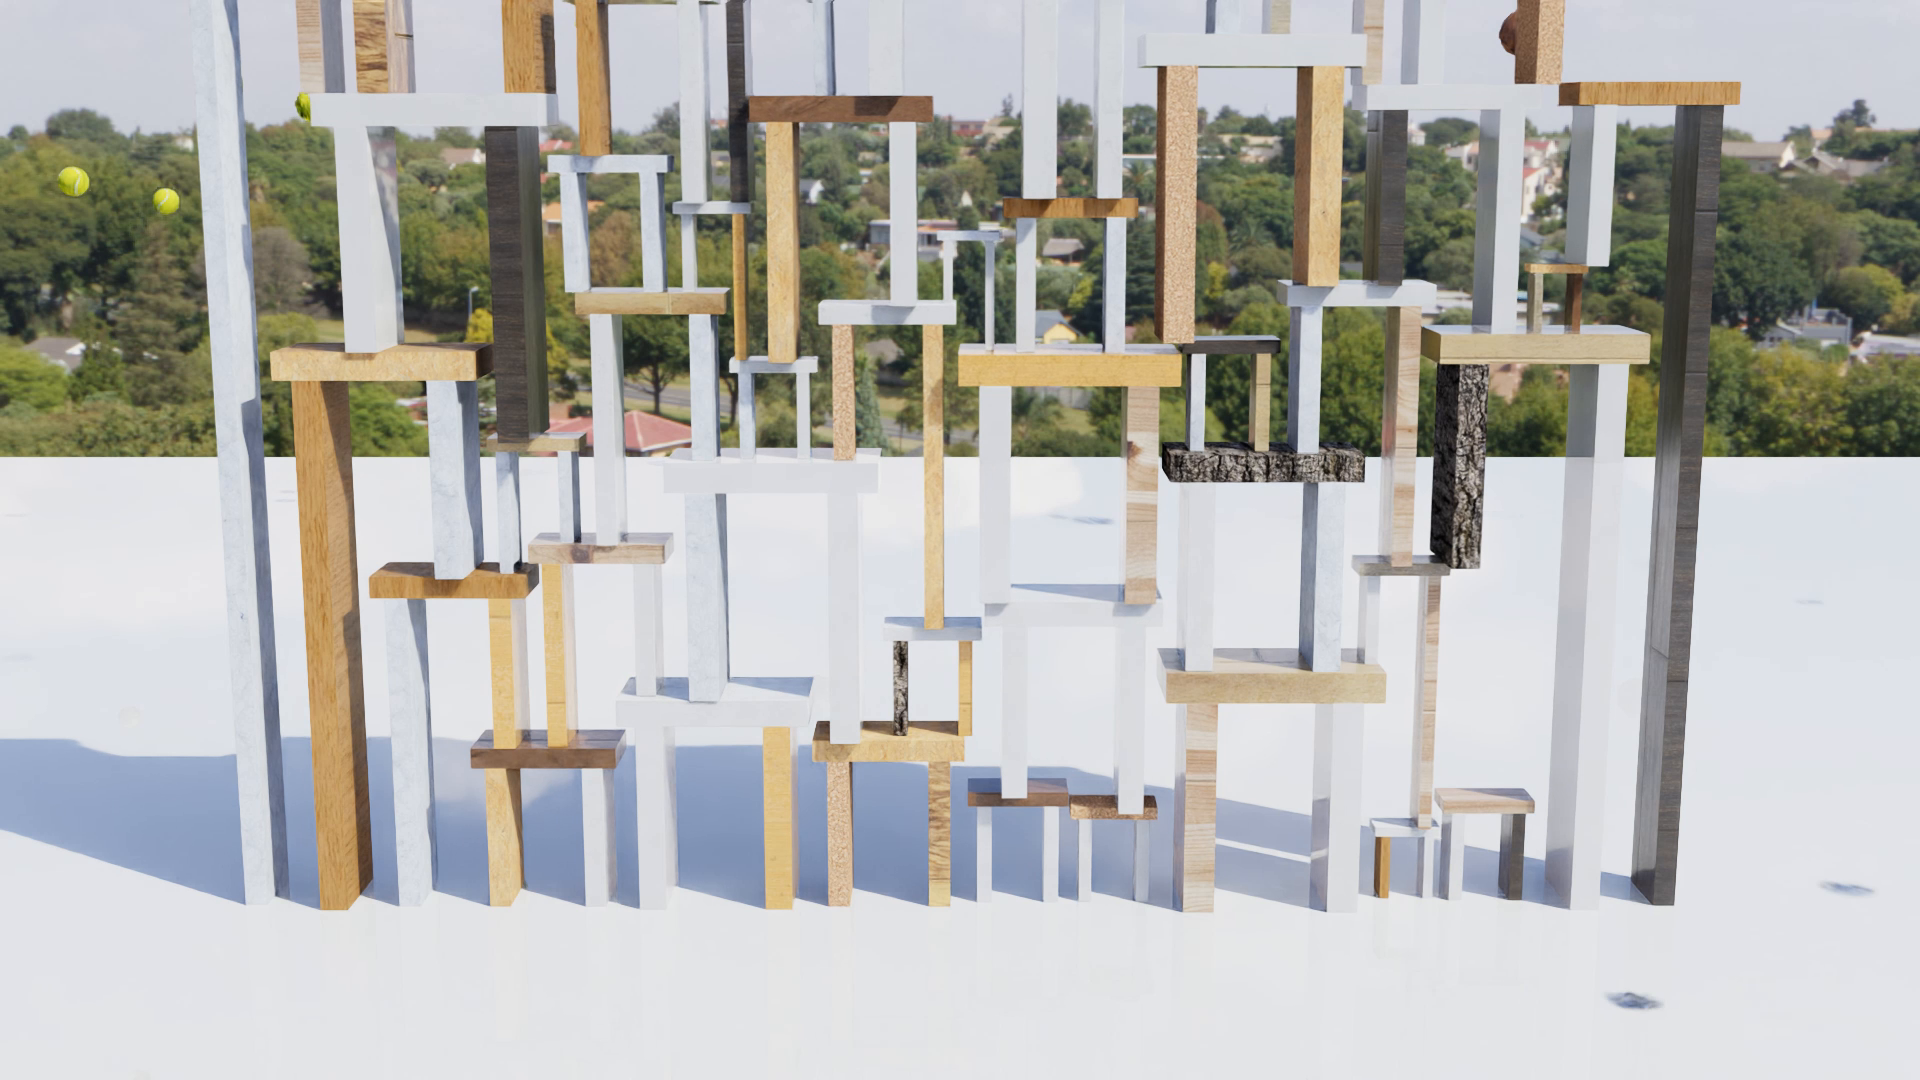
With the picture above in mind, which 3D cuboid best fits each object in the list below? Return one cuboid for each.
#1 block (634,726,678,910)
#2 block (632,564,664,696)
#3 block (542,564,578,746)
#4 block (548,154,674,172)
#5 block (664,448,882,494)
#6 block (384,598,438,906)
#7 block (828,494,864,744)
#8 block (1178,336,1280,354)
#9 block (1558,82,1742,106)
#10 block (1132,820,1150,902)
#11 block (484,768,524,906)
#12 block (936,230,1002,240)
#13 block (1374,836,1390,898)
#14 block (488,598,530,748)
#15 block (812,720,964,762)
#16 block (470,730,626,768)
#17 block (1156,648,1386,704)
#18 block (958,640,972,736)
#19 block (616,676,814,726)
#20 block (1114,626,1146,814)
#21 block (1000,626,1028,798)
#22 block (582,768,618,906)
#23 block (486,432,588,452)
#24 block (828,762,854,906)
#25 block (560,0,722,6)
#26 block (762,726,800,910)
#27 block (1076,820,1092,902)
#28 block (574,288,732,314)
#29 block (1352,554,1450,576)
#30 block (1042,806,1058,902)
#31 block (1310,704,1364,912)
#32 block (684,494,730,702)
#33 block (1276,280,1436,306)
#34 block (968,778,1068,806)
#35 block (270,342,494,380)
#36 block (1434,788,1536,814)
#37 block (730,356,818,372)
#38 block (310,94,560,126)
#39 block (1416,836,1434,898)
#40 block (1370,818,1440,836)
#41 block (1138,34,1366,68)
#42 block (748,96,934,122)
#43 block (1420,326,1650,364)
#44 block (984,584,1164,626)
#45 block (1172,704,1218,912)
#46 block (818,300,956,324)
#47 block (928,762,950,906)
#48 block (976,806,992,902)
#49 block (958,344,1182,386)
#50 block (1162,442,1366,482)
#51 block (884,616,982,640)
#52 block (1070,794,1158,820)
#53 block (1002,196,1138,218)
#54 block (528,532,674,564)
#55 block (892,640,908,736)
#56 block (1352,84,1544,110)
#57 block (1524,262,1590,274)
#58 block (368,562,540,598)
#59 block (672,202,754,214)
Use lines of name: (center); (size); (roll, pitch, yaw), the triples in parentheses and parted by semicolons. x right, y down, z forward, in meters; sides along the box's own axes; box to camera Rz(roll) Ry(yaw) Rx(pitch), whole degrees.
block: (-0.501, 0.438, 3.641); (0.044, 0.309, 0.154); (0, 11, 0)
block: (-0.508, 0.135, 3.588); (0.031, 0.219, 0.109); (0, 10, 0)
block: (-0.653, 0.177, 3.596); (0.031, 0.303, 0.109); (0, 11, 0)
block: (-0.547, -0.591, 3.451); (0.185, 0.026, 0.092); (0, 11, 0)
block: (-0.297, -0.112, 3.541); (0.338, 0.048, 0.169); (0, 11, 0)
block: (-0.902, 0.336, 3.620); (0.035, 0.517, 0.124); (0, 11, 0)
block: (-0.185, 0.112, 3.583); (0.048, 0.408, 0.169); (0, 11, 0)
block: (0.428, -0.312, 3.506); (0.155, 0.022, 0.077); (0, 11, 0)
block: (1.074, -0.697, 3.433); (0.247, 0.035, 0.123); (0, 11, 0)
block: (0.301, 0.521, 3.652); (0.020, 0.142, 0.071); (0, 11, 0)
block: (-0.753, 0.475, 3.643); (0.033, 0.235, 0.117); (0, 11, 0)
block: (0.015, -0.481, 3.466); (0.099, 0.014, 0.050); (1, 12, 5)
block: (0.703, 0.537, 3.663); (0.015, 0.107, 0.054); (0, 11, 0)
block: (-0.736, 0.204, 3.596); (0.035, 0.248, 0.124); (0, 10, 0)
block: (-0.116, 0.331, 3.620); (0.247, 0.035, 0.123); (0, 11, 0)
block: (-0.675, 0.343, 3.619); (0.235, 0.033, 0.117); (0, 11, 0)
block: (0.505, 0.221, 3.597); (0.351, 0.050, 0.176); (0, 11, 0)
block: (0.009, 0.234, 3.607); (0.023, 0.159, 0.080); (0, 11, 0)
block: (-0.398, 0.265, 3.609); (0.309, 0.044, 0.154); (0, 11, 0)
block: (0.278, 0.278, 3.606); (0.040, 0.311, 0.143); (0, 11, 1)
block: (0.088, 0.265, 3.607); (0.040, 0.285, 0.143); (0, 11, 0)
block: (-0.597, 0.475, 3.643); (0.033, 0.235, 0.117); (0, 11, 0)
block: (-0.679, -0.158, 3.533); (0.148, 0.021, 0.074); (0, 11, 1)
block: (-0.198, 0.469, 3.646); (0.035, 0.247, 0.123); (0, 11, 0)
block: (-0.492, -0.847, 3.401); (0.232, 0.033, 0.116); (0, 11, 0)
block: (-0.295, 0.438, 3.641); (0.044, 0.309, 0.154); (0, 11, 0)
block: (0.206, 0.521, 3.652); (0.020, 0.142, 0.071); (0, 11, 0)
block: (-0.484, -0.379, 3.487); (0.232, 0.033, 0.116); (0, 11, 0)
block: (0.715, 0.041, 3.571); (0.147, 0.021, 0.073); (0, 11, 0)
block: (0.150, 0.509, 3.652); (0.023, 0.165, 0.082); (0, 11, 0)
block: (0.622, 0.418, 3.634); (0.050, 0.351, 0.176); (0, 11, 0)
block: (-0.410, 0.077, 3.576); (0.048, 0.338, 0.169); (0, 11, 0)
block: (0.626, -0.391, 3.484); (0.232, 0.033, 0.116); (0, 11, 0)
block: (0.095, 0.417, 3.635); (0.165, 0.023, 0.082); (0, 11, 0)
block: (-0.916, -0.285, 3.505); (0.316, 0.045, 0.158); (0, 11, 0)
block: (0.868, 0.432, 3.644); (0.149, 0.021, 0.075); (0, 11, 0)
block: (-0.296, -0.280, 3.506); (0.138, 0.020, 0.069); (0, 11, -1)
block: (-0.815, -0.671, 3.432); (0.346, 0.049, 0.173); (0, 11, 0)
block: (0.774, 0.537, 3.663); (0.015, 0.107, 0.054); (0, 11, 0)
block: (0.738, 0.477, 3.651); (0.107, 0.015, 0.054); (0, 11, 0)
block: (0.449, -0.759, 3.415); (0.334, 0.047, 0.167); (0, 11, 0)
block: (-0.182, -0.672, 3.431); (0.281, 0.040, 0.140); (0, 11, 0)
block: (0.911, -0.312, 3.503); (0.326, 0.046, 0.163); (0, 11, 0)
block: (0.183, 0.105, 3.576); (0.285, 0.040, 0.143); (0, 11, 1)
block: (0.388, 0.418, 3.634); (0.050, 0.351, 0.176); (0, 11, 0)
block: (-0.114, -0.362, 3.495); (0.215, 0.030, 0.108); (0, 11, 0)
block: (-0.034, 0.469, 3.646); (0.035, 0.247, 0.123); (0, 11, 0)
block: (0.040, 0.509, 3.652); (0.023, 0.165, 0.082); (0, 11, 0)
block: (0.172, -0.280, 3.506); (0.347, 0.049, 0.173); (0, 11, 1)
block: (0.484, -0.126, 3.532); (0.306, 0.043, 0.153); (0, 11, 0)
block: (-0.044, 0.145, 3.591); (0.159, 0.023, 0.080); (0, 11, 0)
block: (0.253, 0.442, 3.635); (0.142, 0.020, 0.071); (0, 11, 1)
block: (0.173, -0.524, 3.459); (0.210, 0.030, 0.105); (0, 11, 0)
block: (-0.581, 0.013, 3.565); (0.219, 0.031, 0.109); (0, 11, 0)
block: (-0.097, 0.234, 3.607); (0.023, 0.159, 0.080); (0, 11, 0)
block: (0.756, -0.689, 3.424); (0.268, 0.038, 0.134); (0, 11, 0)
block: (0.942, -0.430, 3.476); (0.091, 0.013, 0.045); (1, 10, 0)
block: (-0.819, 0.065, 3.570); (0.248, 0.035, 0.124); (0, 11, 0)
block: (-0.387, -0.523, 3.457); (0.122, 0.017, 0.061); (0, 11, 1)
